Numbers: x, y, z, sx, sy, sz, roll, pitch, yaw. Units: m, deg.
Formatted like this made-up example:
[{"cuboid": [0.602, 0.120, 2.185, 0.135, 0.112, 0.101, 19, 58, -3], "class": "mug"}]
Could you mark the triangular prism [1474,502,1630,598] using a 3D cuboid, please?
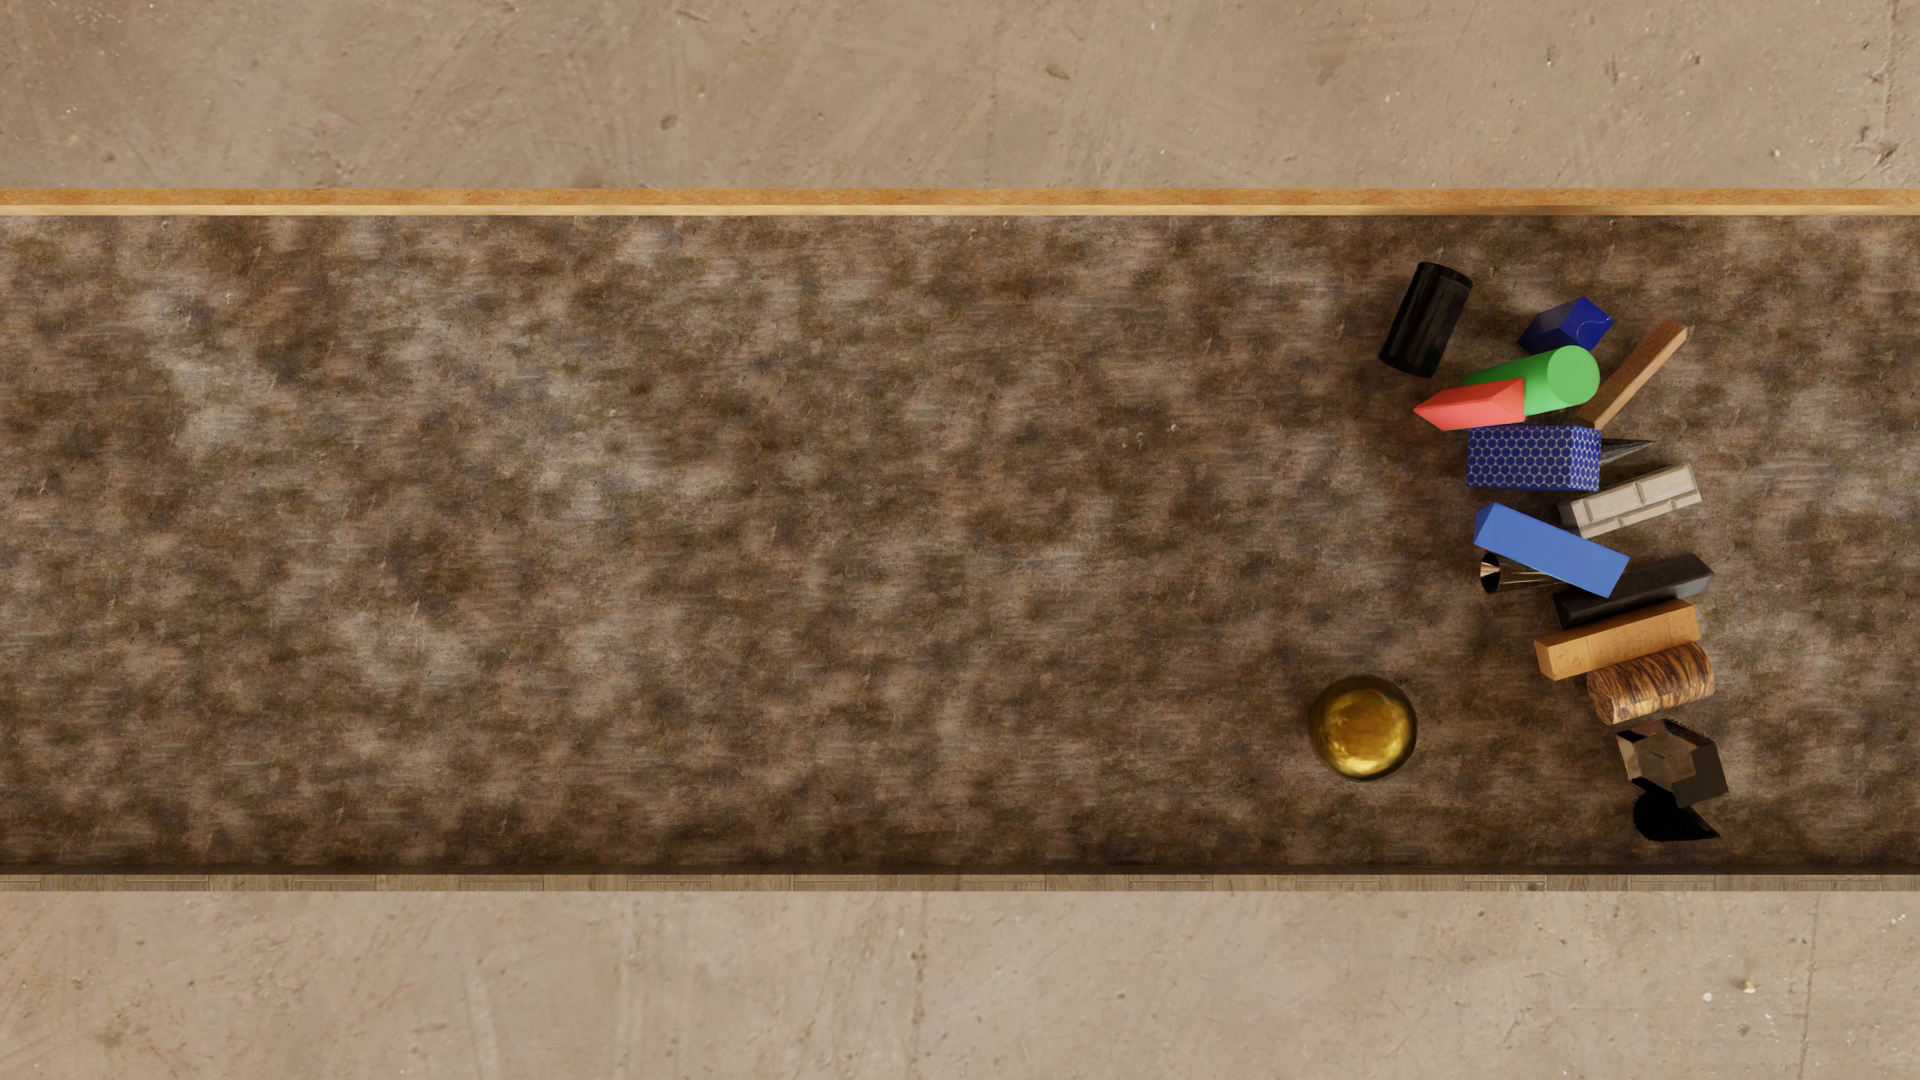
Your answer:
[{"cuboid": [1.788, 0.009, 4.985, 0.437, 0.120, 0.139, 22, 48, 0], "class": "triangular prism"}]

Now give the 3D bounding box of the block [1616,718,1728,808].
[{"cuboid": [2.114, 0.661, 4.907, 0.155, 0.323, 0.155, -19, 97, 0], "class": "block"}]

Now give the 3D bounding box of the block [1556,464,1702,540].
[{"cuboid": [2.033, -0.116, 5.017, 0.377, 0.119, 0.119, -18, 90, 0], "class": "block"}]

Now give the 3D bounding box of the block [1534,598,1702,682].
[{"cuboid": [1.996, 0.301, 5.014, 0.458, 0.108, 0.108, -16, 100, 0], "class": "block"}]

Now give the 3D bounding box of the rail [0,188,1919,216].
[{"cuboid": [-2.247, -1.025, 5.002, 12.000, 0.150, 0.050, 0, 90, 0], "class": "rail"}]

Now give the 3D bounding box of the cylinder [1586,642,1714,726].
[{"cuboid": [2.086, 0.431, 4.988, 0.313, 0.176, 0.176, -16, 90, 0], "class": "cylinder"}]

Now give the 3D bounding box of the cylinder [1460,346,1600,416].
[{"cuboid": [1.659, -0.448, 4.833, 0.168, 0.459, 0.168, 1, 86, -14], "class": "cylinder"}]

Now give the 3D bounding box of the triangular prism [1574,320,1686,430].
[{"cuboid": [2.061, -0.501, 5.036, 0.088, 0.077, 0.406, 43, 90, 0], "class": "triangular prism"}]

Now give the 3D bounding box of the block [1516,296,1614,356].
[{"cuboid": [1.793, -0.618, 4.898, 0.115, 0.358, 0.115, 38, 90, 0], "class": "block"}]

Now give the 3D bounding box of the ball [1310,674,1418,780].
[{"cuboid": [1.203, 0.559, 4.919, 0.316, 0.316, 0.316, 0, 90, 0], "class": "ball"}]

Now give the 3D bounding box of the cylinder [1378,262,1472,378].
[{"cuboid": [1.408, -0.664, 4.989, 0.174, 0.174, 0.304, 24, 90, 0], "class": "cylinder"}]

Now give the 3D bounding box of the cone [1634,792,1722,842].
[{"cuboid": [2.155, 0.844, 4.868, 0.166, 0.415, 0.166, 0, 90, 0], "class": "cone"}]

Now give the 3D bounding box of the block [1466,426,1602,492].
[{"cuboid": [1.702, -0.242, 4.896, 0.179, 0.327, 0.179, 3, 90, -43], "class": "block"}]

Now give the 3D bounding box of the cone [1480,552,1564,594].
[{"cuboid": [1.813, 0.104, 5.045, 0.407, 0.126, 0.126, 1, 90, -9], "class": "cone"}]

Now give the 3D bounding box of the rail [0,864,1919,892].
[{"cuboid": [-2.247, 1.025, 5.001, 12.000, 0.150, 0.050, 0, 90, 0], "class": "rail"}]

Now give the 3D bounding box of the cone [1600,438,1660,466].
[{"cuboid": [1.899, -0.263, 4.872, 0.155, 0.384, 0.155, 4, 82, -31], "class": "cone"}]

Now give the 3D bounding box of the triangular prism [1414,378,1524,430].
[{"cuboid": [1.521, -0.414, 4.877, 0.124, 0.398, 0.107, 31, 81, -15], "class": "triangular prism"}]
